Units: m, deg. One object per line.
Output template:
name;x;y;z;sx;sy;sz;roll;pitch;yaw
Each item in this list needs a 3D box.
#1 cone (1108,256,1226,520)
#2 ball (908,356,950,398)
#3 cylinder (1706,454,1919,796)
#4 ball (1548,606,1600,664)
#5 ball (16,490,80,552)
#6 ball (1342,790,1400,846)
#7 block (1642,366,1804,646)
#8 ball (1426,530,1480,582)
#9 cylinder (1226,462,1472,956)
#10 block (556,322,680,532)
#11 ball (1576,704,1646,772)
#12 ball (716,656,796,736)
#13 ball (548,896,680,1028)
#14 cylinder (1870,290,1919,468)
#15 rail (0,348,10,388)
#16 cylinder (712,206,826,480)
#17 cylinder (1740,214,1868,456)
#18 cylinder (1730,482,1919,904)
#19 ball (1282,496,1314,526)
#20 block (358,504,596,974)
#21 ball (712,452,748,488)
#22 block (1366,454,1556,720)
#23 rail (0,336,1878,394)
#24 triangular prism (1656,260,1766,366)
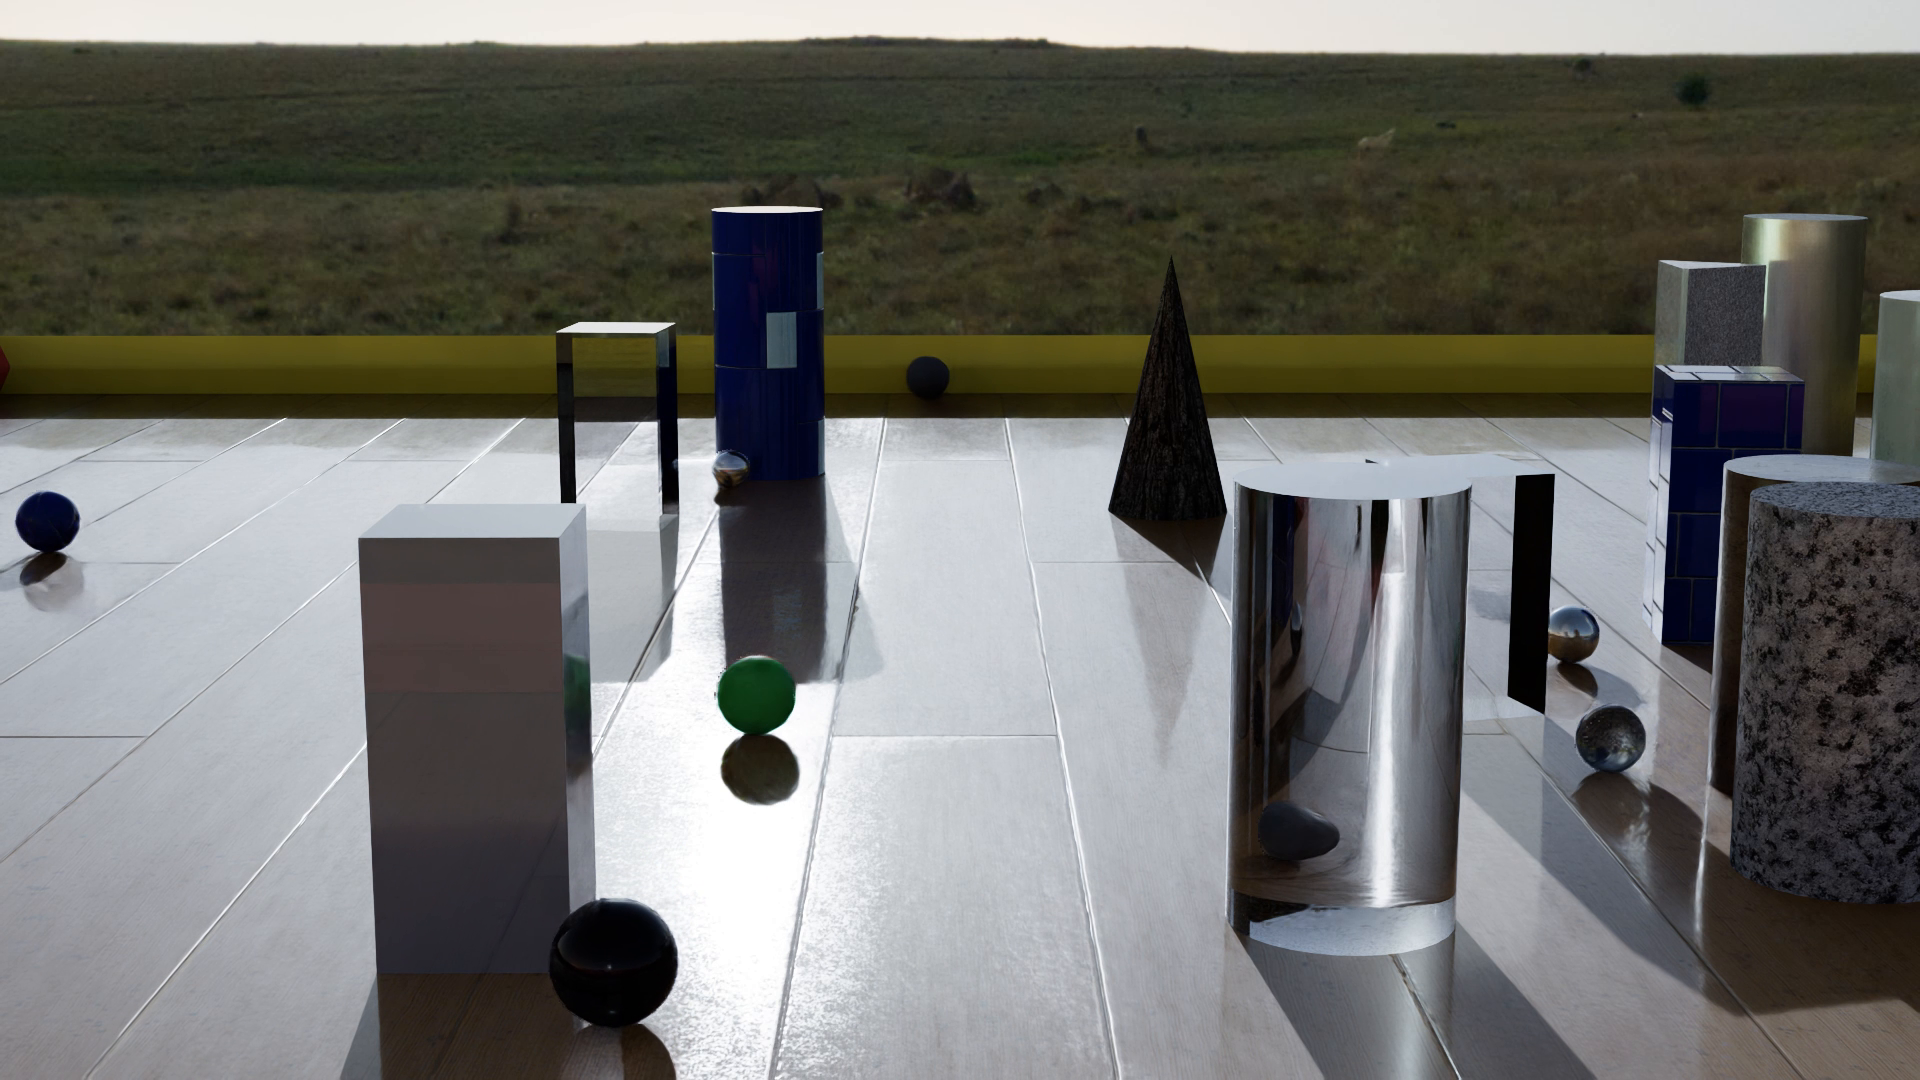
cone;0.344;-0.258;4.215;0.198;0.423;0.198;0;10;0
ball;-0.069;-0.360;5.674;0.094;0.094;0.094;0;10;0
cylinder;0.868;0.090;2.600;0.198;0.327;0.198;0;10;0
ball;0.753;0.116;3.162;0.071;0.071;0.071;0;10;0
ball;-1.380;-0.028;3.883;0.093;0.093;0.093;0;10;0
ball;0.388;0.263;2.422;0.053;0.053;0.053;0;10;0
block;0.981;-0.046;3.306;0.158;0.339;0.158;1;11;6
ball;0.704;0.022;3.660;0.075;0.075;0.075;0;10;0
cylinder;0.329;0.138;2.187;0.198;0.383;0.198;0;10;0
block;-0.547;-0.184;4.115;0.158;0.315;0.158;1;11;5
ball;0.678;0.207;2.673;0.071;0.071;0.071;0;10;0
ball;-0.224;0.171;2.823;0.088;0.088;0.088;0;10;0
ball;-0.265;0.323;1.967;0.099;0.099;0.099;0;10;0
cylinder;1.234;-0.079;3.190;0.198;0.446;0.198;0;10;0
rail;-2.121;0.035;3.437;0.045;0.128;4.704;0;10;0
cylinder;-0.343;-0.356;4.608;0.198;0.473;0.198;0;10;0
cylinder;1.411;-0.305;4.325;0.198;0.476;0.198;0;10;0
cylinder;0.809;0.133;2.323;0.198;0.344;0.198;0;10;0
ball;0.540;-0.046;4.103;0.048;0.048;0.048;0;10;0
block;-0.396;0.161;2.130;0.158;0.360;0.158;0;10;-1
ball;-0.400;-0.123;4.475;0.064;0.064;0.064;0;10;0
block;0.567;0.052;2.942;0.158;0.278;0.158;-3;11;-15
rail;-0.013;-0.391;5.738;4.290;0.128;0.045;0;10;0
triangular prism;1.183;-0.245;4.179;0.171;0.410;0.148;-5;12;-27
